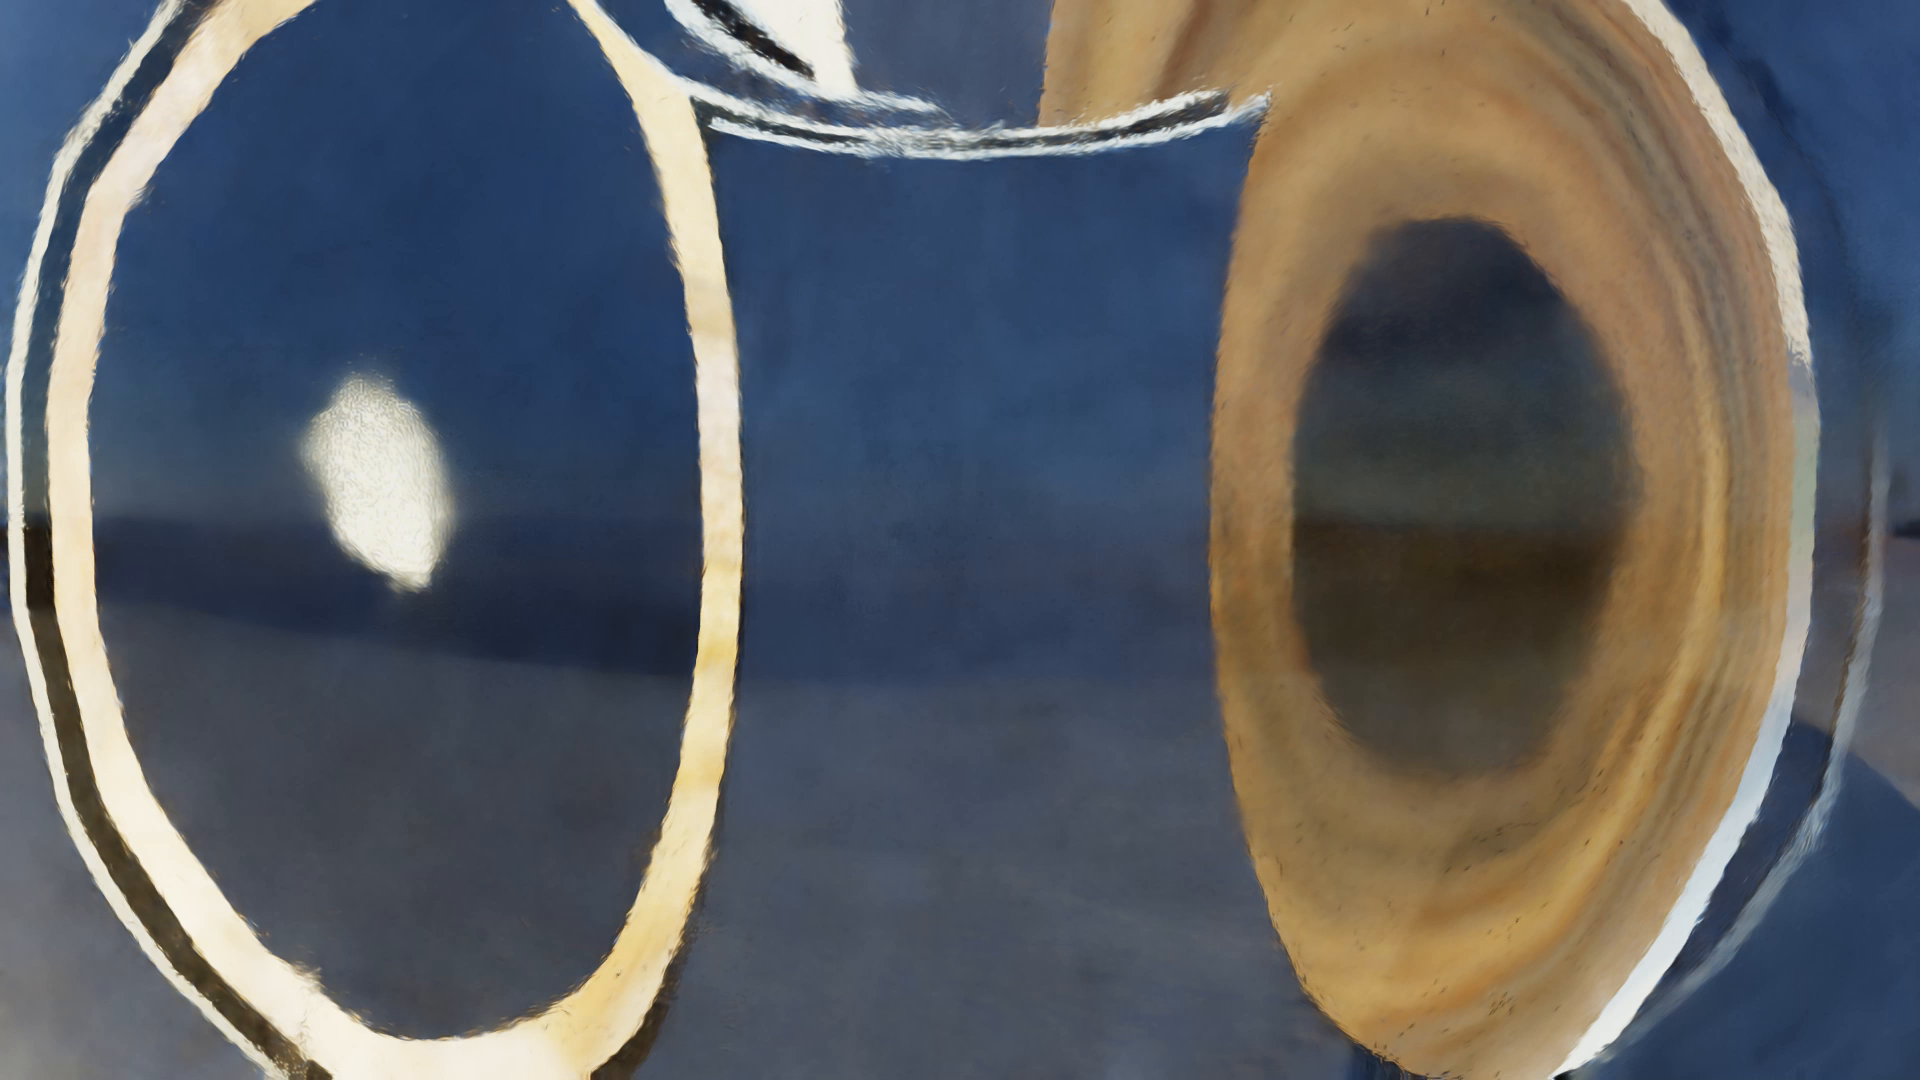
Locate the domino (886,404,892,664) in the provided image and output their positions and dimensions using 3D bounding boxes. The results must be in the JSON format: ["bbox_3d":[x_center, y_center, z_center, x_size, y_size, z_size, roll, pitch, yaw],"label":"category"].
[{"bbox_3d":[-0.001,-0.001,0.249,0.025,0.050,0.010,-1,4,-12],"label":"domino"}]

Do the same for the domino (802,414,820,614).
[{"bbox_3d":[-0.027,-0.007,0.329,0.025,0.050,0.010,-1,4,-16],"label":"domino"}]

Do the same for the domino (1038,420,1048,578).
[{"bbox_3d":[0.016,-0.013,0.413,0.009,0.050,0.025,-3,6,-39],"label":"domino"}]

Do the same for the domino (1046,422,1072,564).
[{"bbox_3d":[0.032,-0.017,0.466,0.009,0.050,0.025,-1,4,-12],"label":"domino"}]

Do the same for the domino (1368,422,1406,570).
[{"bbox_3d":[0.149,-0.016,0.447,0.009,0.050,0.025,1,4,14],"label":"domino"}]

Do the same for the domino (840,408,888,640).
[{"bbox_3d":[-0.013,-0.004,0.284,0.025,0.050,0.009,-2,5,-20],"label":"domino"}]

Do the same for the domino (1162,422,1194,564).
[{"bbox_3d":[0.078,-0.017,0.463,0.009,0.050,0.025,1,4,7],"label":"domino"}]

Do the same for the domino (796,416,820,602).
[{"bbox_3d":[-0.032,-0.009,0.350,0.025,0.050,0.009,-1,4,-8],"label":"domino"}]

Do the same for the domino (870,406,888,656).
[{"bbox_3d":[-0.005,-0.002,0.263,0.025,0.050,0.009,-1,5,-19],"label":"domino"}]

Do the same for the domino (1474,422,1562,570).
[{"bbox_3d":[0.193,-0.016,0.444,0.009,0.050,0.025,-3,5,-35],"label":"domino"}]

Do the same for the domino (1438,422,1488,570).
[{"bbox_3d":[0.173,-0.016,0.442,0.010,0.050,0.025,1,4,9],"label":"domino"}]

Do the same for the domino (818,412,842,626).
[{"bbox_3d":[-0.020,-0.005,0.306,0.025,0.050,0.009,-1,4,-16],"label":"domino"}]

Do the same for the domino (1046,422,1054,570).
[{"bbox_3d":[0.019,-0.015,0.436,0.025,0.050,0.010,-1,4,-13],"label":"domino"}]

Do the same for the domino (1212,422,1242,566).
[{"bbox_3d":[0.096,-0.017,0.461,0.010,0.050,0.025,1,4,11],"label":"domino"}]

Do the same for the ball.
[{"bbox_3d":[0.000,-0.002,0.056,0.080,0.080,0.080,0,4,0],"label":"ball"}]

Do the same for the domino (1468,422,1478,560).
[{"bbox_3d":[0.199,-0.017,0.466,0.025,0.050,0.009,0,4,-1],"label":"domino"}]

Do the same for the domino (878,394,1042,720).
[{"bbox_3d":[0.000,0.002,0.201,0.025,0.050,0.009,0,4,0],"label":"domino"}]

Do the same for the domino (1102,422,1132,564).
[{"bbox_3d":[0.057,-0.017,0.465,0.010,0.050,0.025,0,4,5],"label":"domino"}]

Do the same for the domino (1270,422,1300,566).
[{"bbox_3d":[0.116,-0.017,0.456,0.009,0.050,0.025,1,4,15],"label":"domino"}]

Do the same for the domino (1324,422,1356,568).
[{"bbox_3d":[0.134,-0.016,0.451,0.009,0.050,0.025,1,4,15],"label":"domino"}]

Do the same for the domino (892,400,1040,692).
[{"bbox_3d":[0.001,0.001,0.224,0.025,0.050,0.009,0,4,1],"label":"domino"}]
